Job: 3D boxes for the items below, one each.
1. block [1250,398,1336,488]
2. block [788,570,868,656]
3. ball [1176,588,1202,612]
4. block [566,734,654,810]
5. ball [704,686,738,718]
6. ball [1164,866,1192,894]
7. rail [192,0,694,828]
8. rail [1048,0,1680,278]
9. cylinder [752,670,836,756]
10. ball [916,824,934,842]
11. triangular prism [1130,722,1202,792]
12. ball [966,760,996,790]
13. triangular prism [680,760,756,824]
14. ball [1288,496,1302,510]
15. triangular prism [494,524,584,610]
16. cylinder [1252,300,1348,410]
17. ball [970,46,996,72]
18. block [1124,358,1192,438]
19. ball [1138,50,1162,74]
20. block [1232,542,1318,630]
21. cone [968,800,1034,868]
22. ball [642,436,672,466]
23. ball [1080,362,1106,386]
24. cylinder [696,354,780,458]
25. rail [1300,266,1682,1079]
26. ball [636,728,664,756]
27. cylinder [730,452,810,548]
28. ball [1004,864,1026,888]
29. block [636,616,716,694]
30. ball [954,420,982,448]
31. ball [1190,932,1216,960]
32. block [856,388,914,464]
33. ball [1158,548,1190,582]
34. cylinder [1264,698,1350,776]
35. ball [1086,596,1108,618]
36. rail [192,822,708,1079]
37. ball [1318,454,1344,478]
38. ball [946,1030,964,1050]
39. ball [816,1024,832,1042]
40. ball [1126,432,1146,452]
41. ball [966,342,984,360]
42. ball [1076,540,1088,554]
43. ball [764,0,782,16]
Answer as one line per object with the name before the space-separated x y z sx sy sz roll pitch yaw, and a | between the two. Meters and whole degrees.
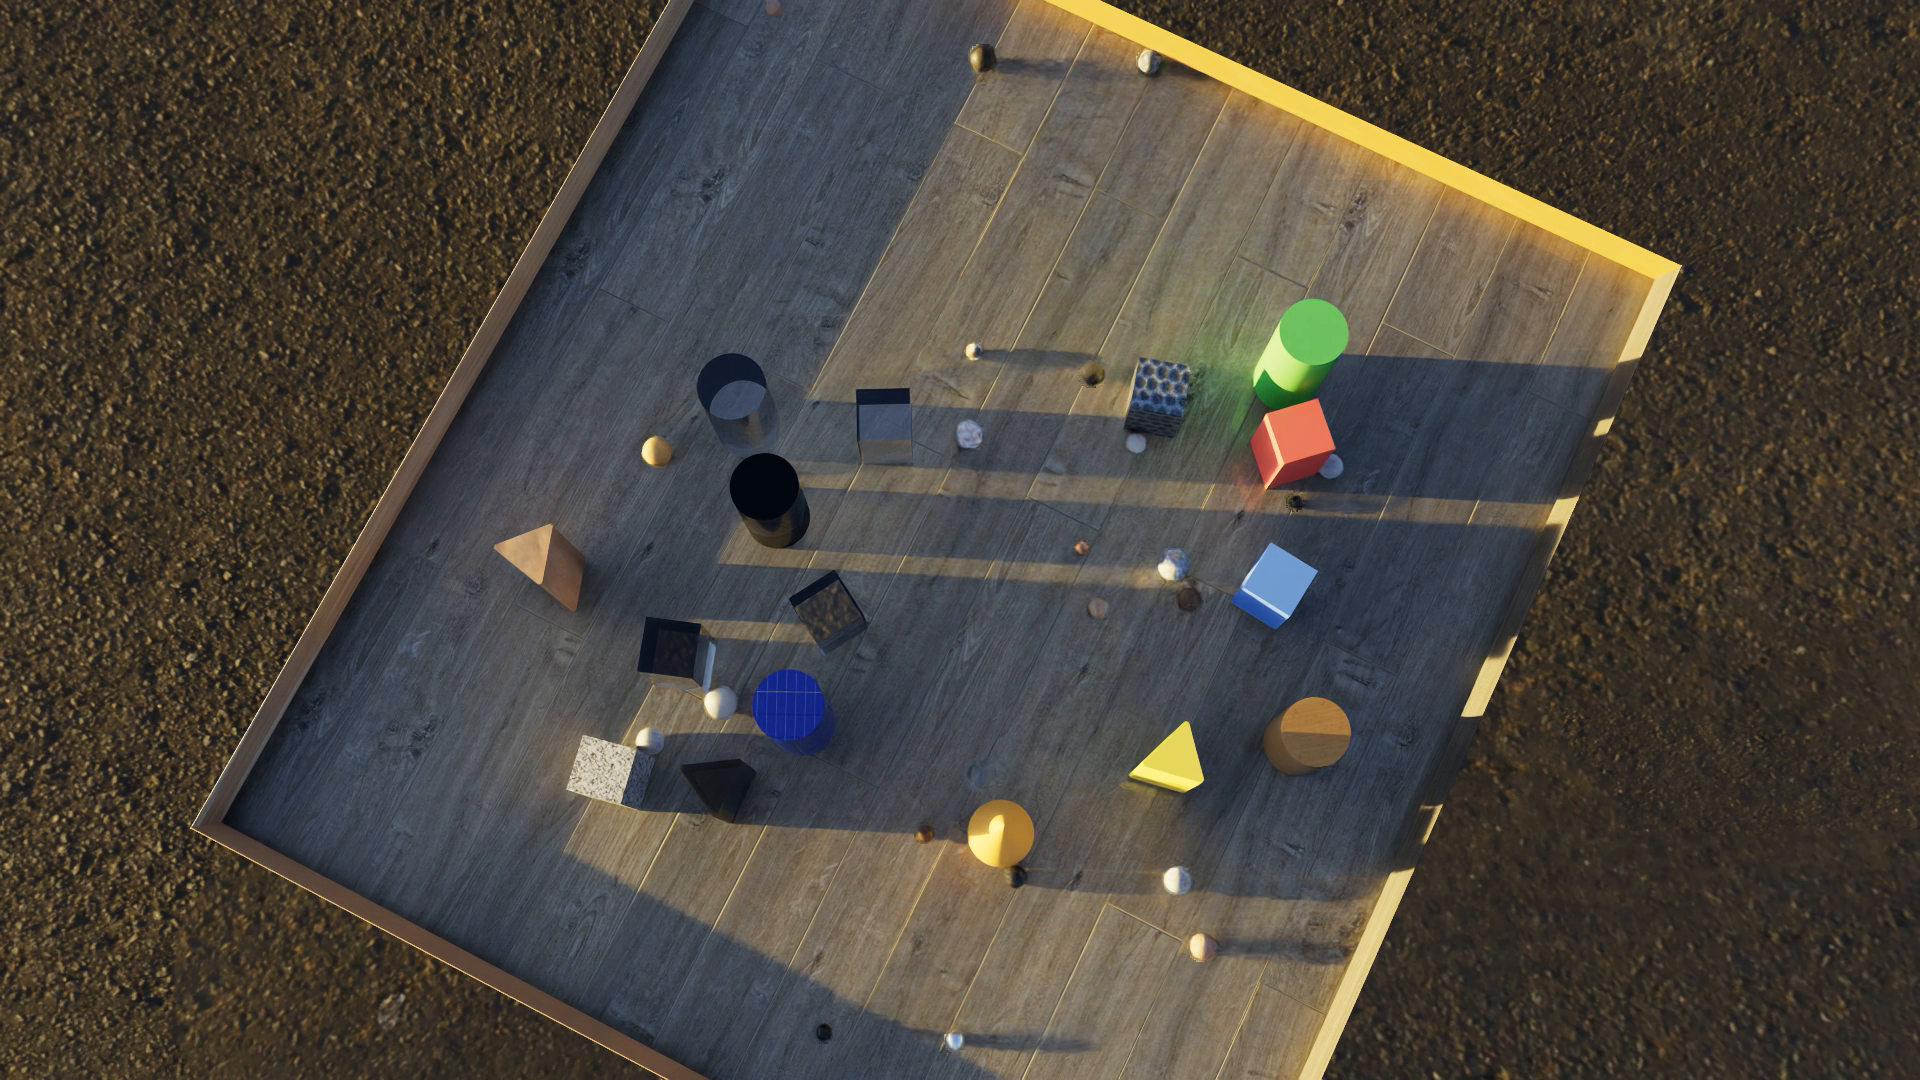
block | 0.997 -0.286 5.512 0.159 0.320 0.159 -17 79 -3
block | -0.389 0.218 5.442 0.159 0.253 0.159 -32 80 -6
ball | 0.692 0.180 5.540 0.076 0.076 0.076 0 78 0
block | -1.009 0.678 5.315 0.159 0.316 0.159 14 79 3
ball | -0.712 0.484 5.467 0.097 0.097 0.097 0 78 0
ball | 0.639 0.996 5.370 0.080 0.080 0.080 0 78 0
rail | -1.420 -0.689 5.692 0.045 0.129 3.533 26 80 5
rail | 0.779 -1.520 5.864 3.223 0.129 0.045 26 80 5
cylinder | -0.473 0.502 5.273 0.198 0.469 0.198 0 78 0
ball | -0.101 0.864 5.410 0.053 0.053 0.053 0 78 0
triangular prism | 0.609 0.616 5.274 0.172 0.421 0.149 16 79 3
ball | 0.063 0.695 5.427 0.089 0.089 0.089 0 78 0
triangular prism | -0.671 0.694 5.285 0.149 0.367 0.172 -35 80 -7
ball | 1.029 -0.116 5.619 0.041 0.041 0.041 0 78 0
triangular prism | -1.194 0.061 5.367 0.172 0.464 0.149 38 81 7
cylinder | 1.013 -0.546 5.481 0.198 0.486 0.198 0 78 0
ball | 0.076 -1.548 5.895 0.082 0.082 0.082 0 78 0
block | 0.599 -0.431 5.578 0.159 0.250 0.159 10 79 2
ball | 0.612 -1.539 5.897 0.076 0.076 0.076 0 78 0
block | 0.933 0.140 5.458 0.159 0.255 0.159 32 80 6
cone | 0.121 0.824 5.216 0.198 0.450 0.198 0 78 0
ball | -0.929 -0.272 5.626 0.091 0.091 0.091 0 78 0
ball | 0.411 -0.515 5.683 0.078 0.078 0.078 0 78 0
cylinder | -0.655 -0.395 5.470 0.198 0.447 0.198 0 78 0
rail | 1.420 0.702 5.404 0.045 0.129 3.533 26 80 5
ball | -0.922 0.599 5.450 0.083 0.083 0.083 0 78 0
cylinder | -0.559 -0.112 5.433 0.198 0.405 0.198 0 78 0
ball | 0.161 0.988 5.377 0.068 0.068 0.068 0 78 0
block | -0.826 0.340 5.370 0.159 0.344 0.159 7 78 2
ball | 0.027 -0.324 5.639 0.087 0.087 0.087 0 78 0
ball | 0.707 1.182 5.333 0.076 0.076 0.076 0 78 0
block | -0.227 -0.343 5.546 0.159 0.277 0.159 -1 78 0
ball | 0.648 0.075 5.550 0.099 0.099 0.099 0 78 0
cylinder | 1.007 0.575 5.337 0.198 0.315 0.198 0 78 0
ball | 0.415 0.205 5.541 0.065 0.065 0.065 0 78 0
rail | -0.779 1.533 5.232 3.223 0.129 0.045 26 80 5
ball | 1.137 -0.226 5.625 0.076 0.076 0.076 0 78 0
ball | -0.014 1.443 5.291 0.053 0.053 0.053 0 78 0
ball | -0.394 1.424 5.297 0.049 0.049 0.049 0 78 0
ball | 0.542 -0.299 5.647 0.062 0.062 0.062 0 78 0
ball | 0.045 -0.588 5.711 0.054 0.054 0.054 0 78 0
ball | 0.372 0.023 5.591 0.041 0.041 0.041 0 78 0
ball | -0.606 -1.729 5.945 0.058 0.058 0.058 0 78 0
